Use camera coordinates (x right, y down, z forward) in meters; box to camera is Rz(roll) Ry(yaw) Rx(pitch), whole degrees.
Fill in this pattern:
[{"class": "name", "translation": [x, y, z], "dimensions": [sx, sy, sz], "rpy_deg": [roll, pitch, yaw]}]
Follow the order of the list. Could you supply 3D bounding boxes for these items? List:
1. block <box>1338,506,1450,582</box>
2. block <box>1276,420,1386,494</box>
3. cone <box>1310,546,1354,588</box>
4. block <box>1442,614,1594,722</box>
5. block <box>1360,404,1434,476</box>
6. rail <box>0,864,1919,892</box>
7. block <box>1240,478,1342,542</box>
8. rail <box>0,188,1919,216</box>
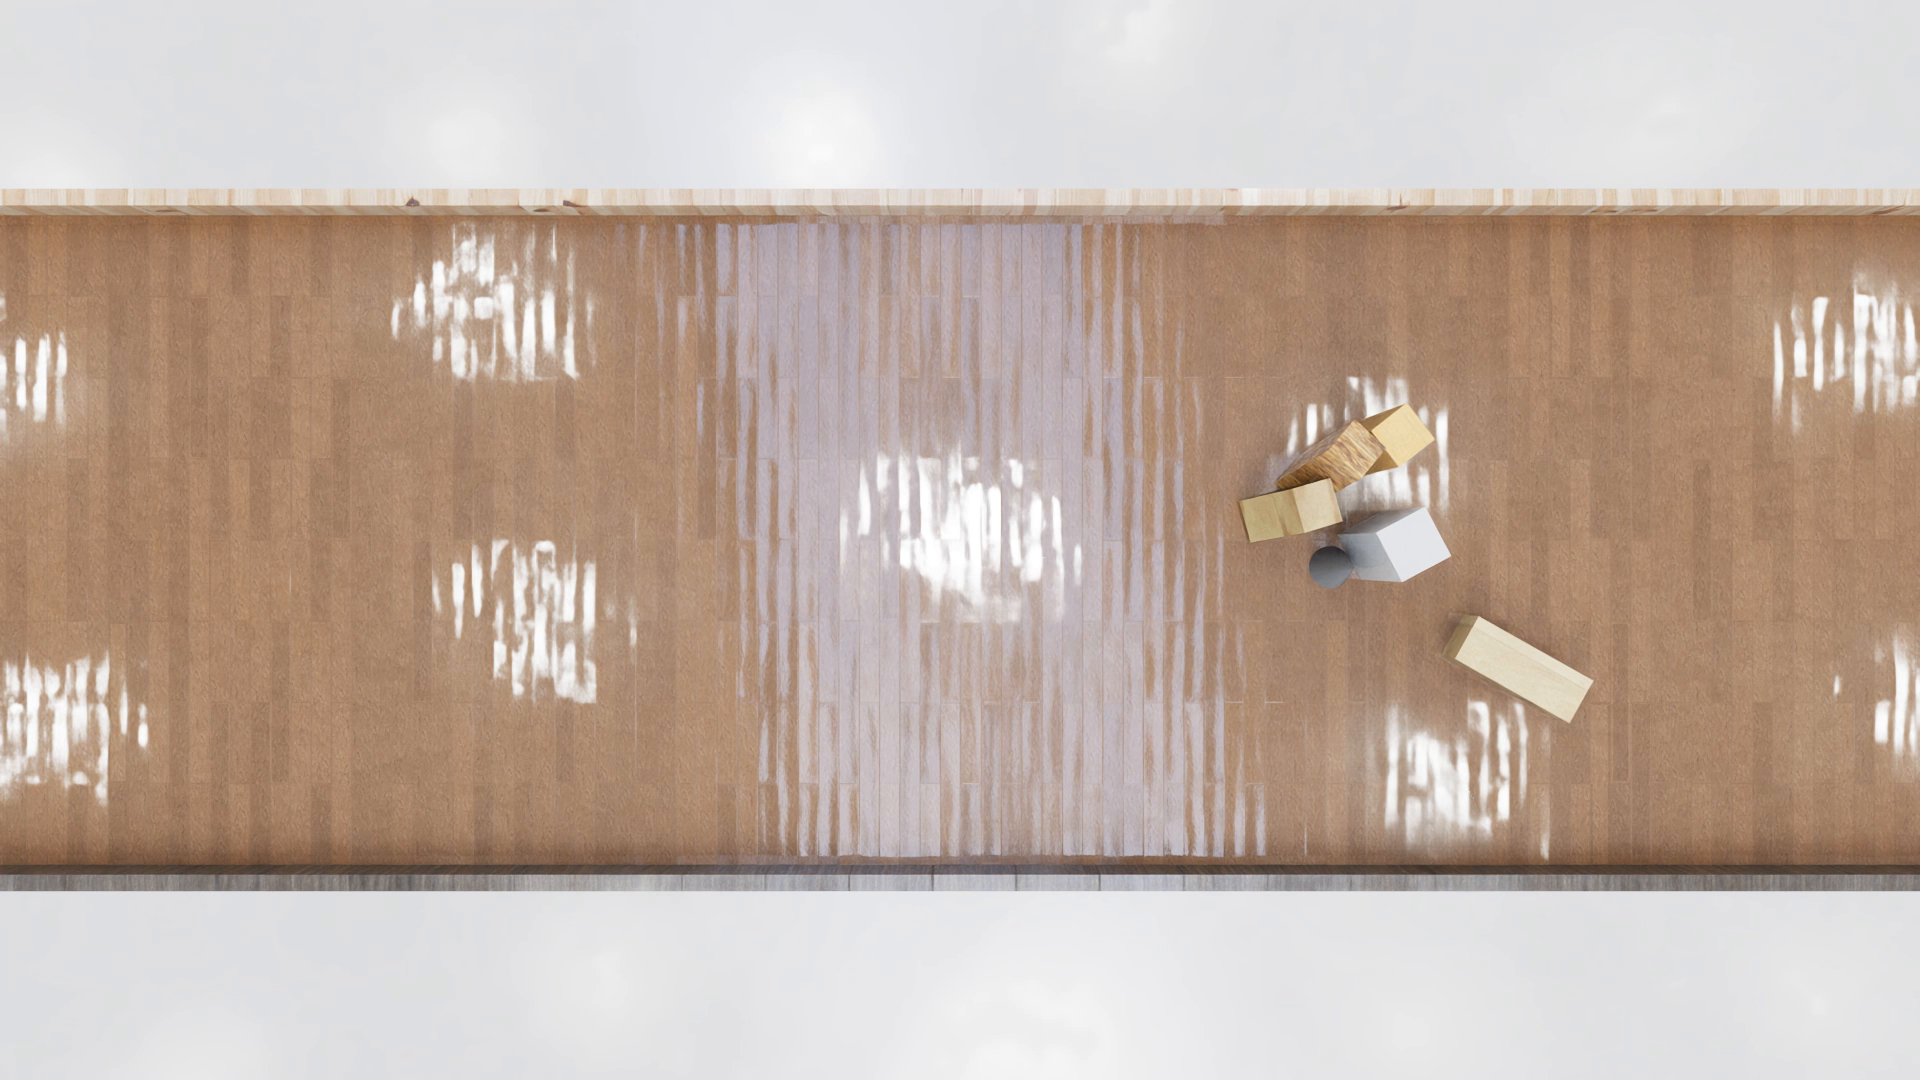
[{"class": "block", "translation": [1.269, 0.014, 4.851], "dimensions": [0.156, 0.447, 0.156], "rpy_deg": [-28, 90, -1]}, {"class": "block", "translation": [1.087, -0.217, 4.860], "dimensions": [0.121, 0.417, 0.121], "rpy_deg": [42, 75, 0]}, {"class": "cone", "translation": [1.138, 0.082, 4.914], "dimensions": [0.130, 0.323, 0.130], "rpy_deg": [0, 89, 0]}, {"class": "block", "translation": [1.687, 0.388, 5.004], "dimensions": [0.392, 0.145, 0.145], "rpy_deg": [29, 90, 0]}, {"class": "block", "translation": [1.251, -0.292, 4.880], "dimensions": [0.130, 0.386, 0.130], "rpy_deg": [-38, 90, -3]}, {"class": "rail", "translation": [-2.247, 1.025, 5.001], "dimensions": [12.000, 0.150, 0.050], "rpy_deg": [0, 90, 0]}, {"class": "block", "translation": [0.980, -0.086, 4.902], "dimensions": [0.130, 0.324, 0.130], "rpy_deg": [-16, 90, -19]}, {"class": "rail", "translation": [-2.247, -1.025, 5.002], "dimensions": [12.000, 0.150, 0.050], "rpy_deg": [0, 90, 0]}]
